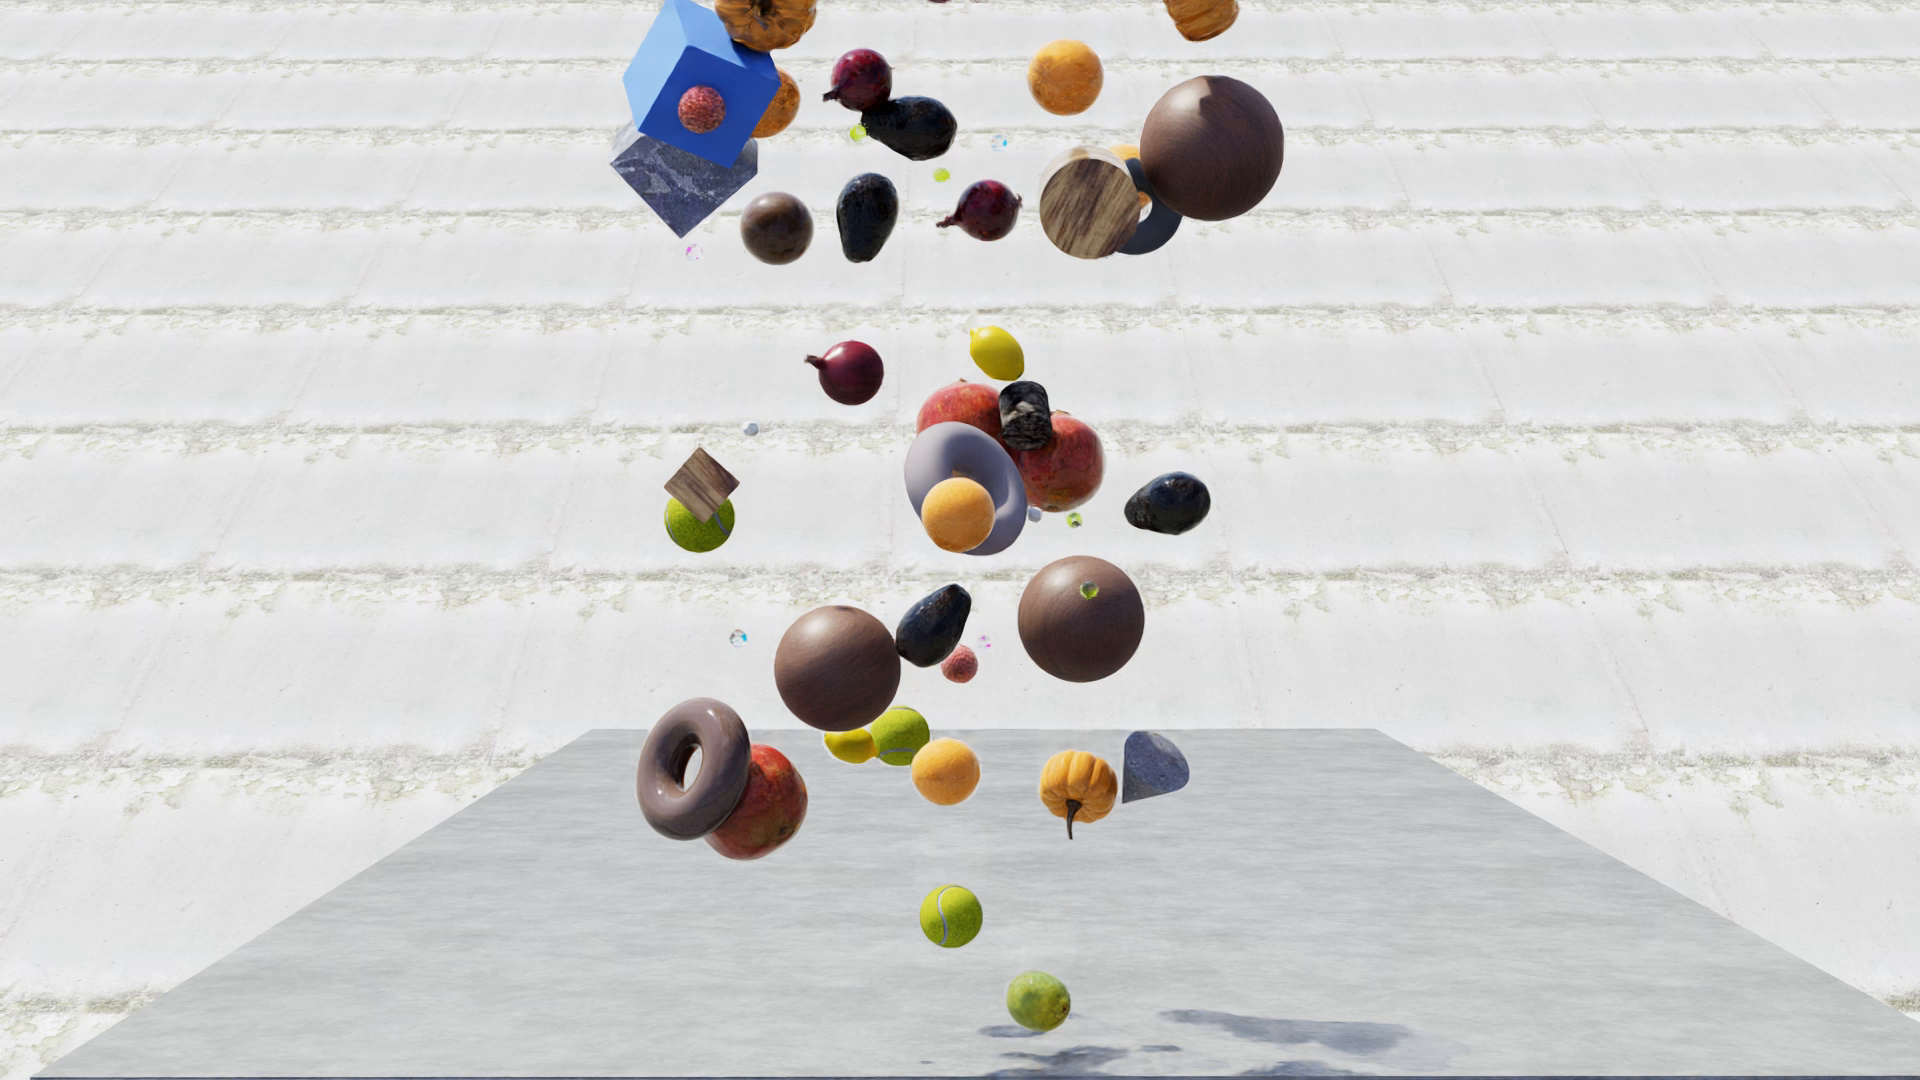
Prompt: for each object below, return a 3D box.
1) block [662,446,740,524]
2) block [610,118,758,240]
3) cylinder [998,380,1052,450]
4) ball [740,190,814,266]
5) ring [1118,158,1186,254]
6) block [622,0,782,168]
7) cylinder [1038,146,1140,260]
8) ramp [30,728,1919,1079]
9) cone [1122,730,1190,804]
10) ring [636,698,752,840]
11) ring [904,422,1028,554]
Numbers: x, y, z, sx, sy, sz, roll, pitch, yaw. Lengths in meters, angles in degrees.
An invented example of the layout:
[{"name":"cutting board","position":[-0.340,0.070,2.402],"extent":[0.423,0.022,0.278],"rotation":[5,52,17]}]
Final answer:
[{"name":"block","position":[-0.242,-0.052,2.414],"extent":[0.051,0.051,0.051],"rotation":[42,-3,-6]},{"name":"block","position":[-0.261,-0.368,2.460],"extent":[0.098,0.098,0.098],"rotation":[-38,22,13]},{"name":"cylinder","position":[0.071,-0.135,2.802],"extent":[0.054,0.054,0.054],"rotation":[-3,48,-5]},{"name":"ball","position":[-0.183,-0.312,2.586],"extent":[0.075,0.075,0.075],"rotation":[0,28,0]},{"name":"ring","position":[0.169,-0.320,2.481],"extent":[0.094,0.094,0.031],"rotation":[4,-3,7]},{"name":"block","position":[-0.226,-0.400,2.252],"extent":[0.092,0.092,0.092],"rotation":[19,31,-30]},{"name":"cylinder","position":[0.114,-0.300,2.292],"extent":[0.088,0.088,0.088],"rotation":[0,16,1]},{"name":"ramp","position":[0.062,0.561,4.599],"extent":[2.000,0.100,4.000],"rotation":[0,1,0]},{"name":"cone","position":[0.201,0.273,2.900],"extent":[0.083,0.083,0.083],"rotation":[19,41,-18]},{"name":"ring","position":[-0.261,0.223,2.524],"extent":[0.048,0.143,0.143],"rotation":[24,6,-43]},{"name":"ring","position":[0.007,-0.053,2.673],"extent":[0.050,0.150,0.150],"rotation":[-35,2,41]}]
